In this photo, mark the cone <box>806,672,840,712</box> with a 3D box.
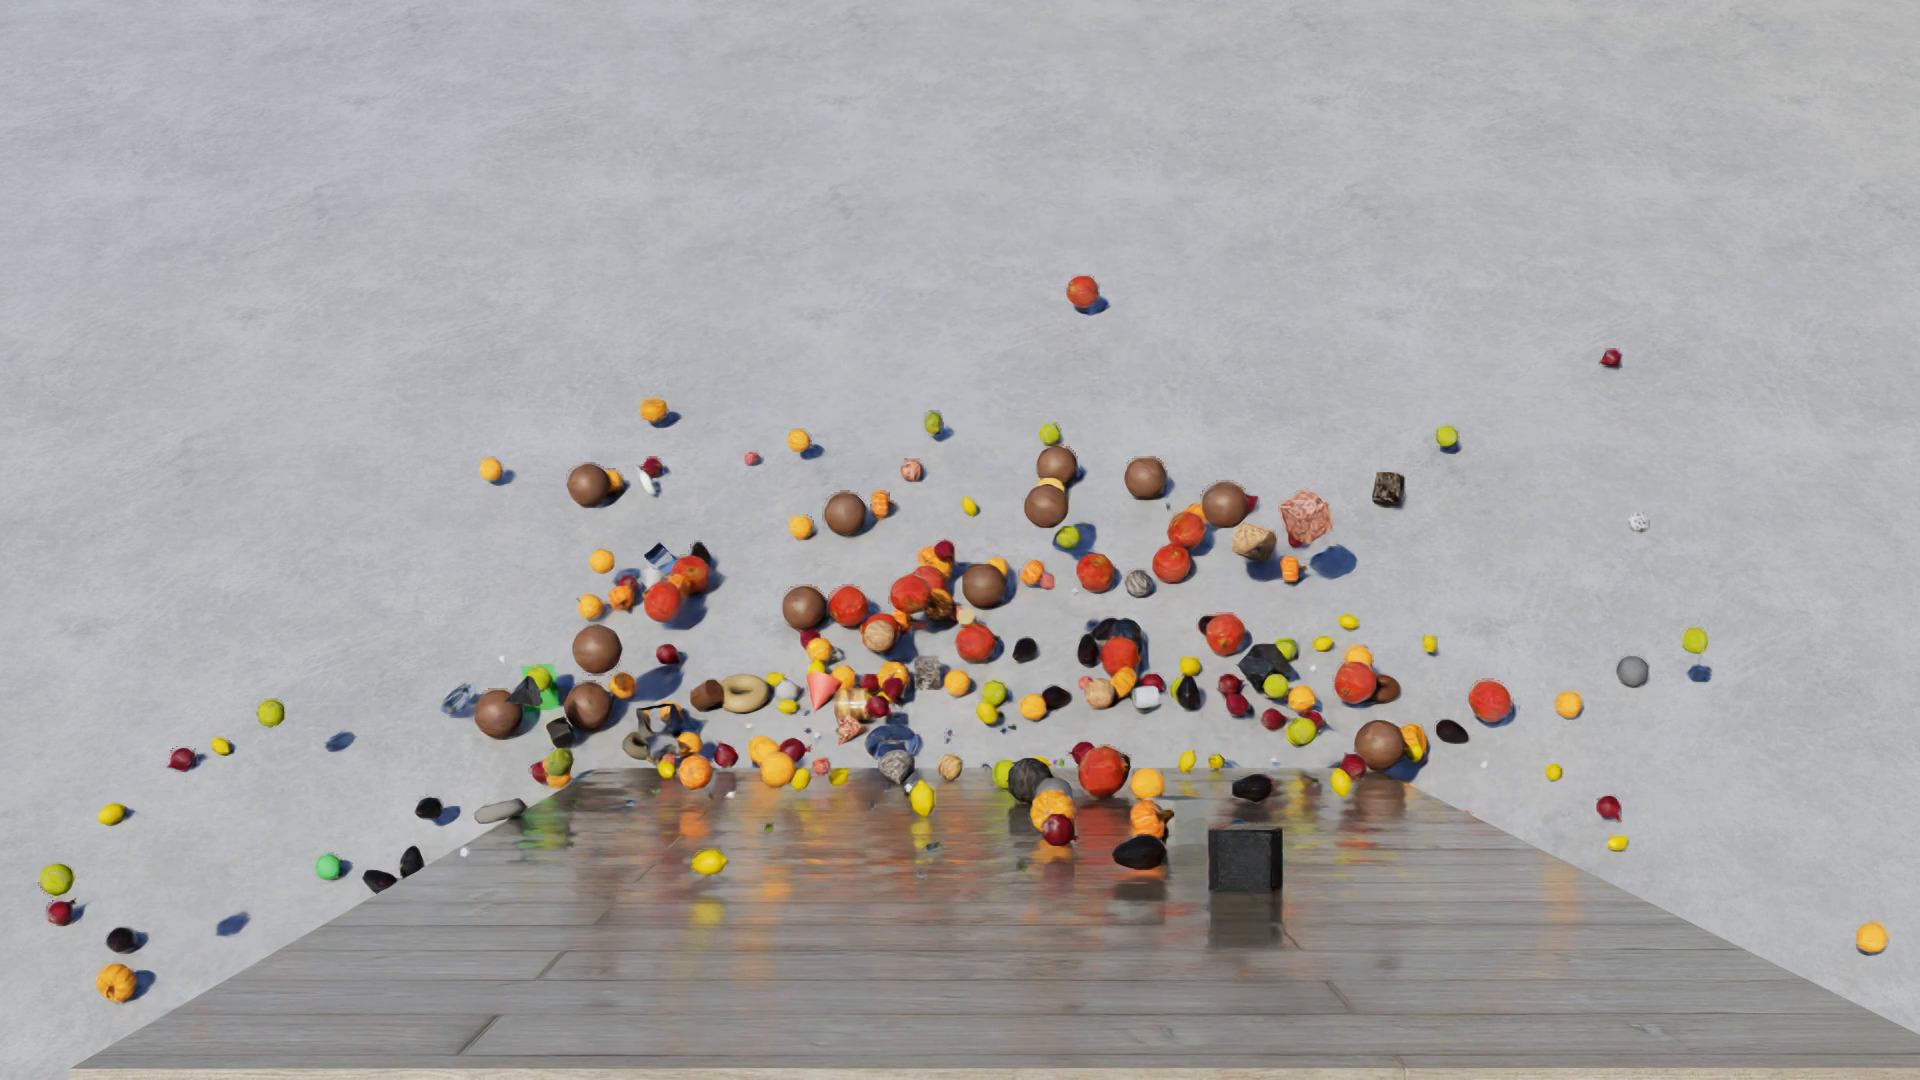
[{"bbox_3d":[-0.385,0.429,7.081,0.098,0.098,0.098,8,59,13],"label":"cone"}]

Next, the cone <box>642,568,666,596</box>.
[{"bbox_3d":[-0.901,0.135,7.571,0.074,0.074,0.074,3,58,6],"label":"cone"}]

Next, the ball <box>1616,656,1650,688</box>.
[{"bbox_3d":[1.856,0.362,7.148,0.087,0.087,0.087,0,31,0],"label":"ball"}]

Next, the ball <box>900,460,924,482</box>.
[{"bbox_3d":[-0.150,-0.218,8.114,0.070,0.070,0.070,0,31,0],"label":"ball"}]

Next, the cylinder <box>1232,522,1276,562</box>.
[{"bbox_3d":[0.876,0.007,7.720,0.095,0.095,0.095,21,37,29],"label":"cylinder"}]

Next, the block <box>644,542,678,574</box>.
[{"bbox_3d":[-0.882,0.057,7.651,0.061,0.061,0.061,-45,45,-8],"label":"block"}]

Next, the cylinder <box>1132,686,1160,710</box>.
[{"bbox_3d":[0.433,0.368,6.043,0.053,0.053,0.053,-6,32,-9],"label":"cylinder"}]

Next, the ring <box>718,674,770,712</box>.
[{"bbox_3d":[-0.597,0.420,7.093,0.148,0.049,0.148,-1,32,0],"label":"ring"}]

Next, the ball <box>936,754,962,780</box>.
[{"bbox_3d":[-0.025,0.553,6.311,0.063,0.063,0.063,0,31,0],"label":"ball"}]

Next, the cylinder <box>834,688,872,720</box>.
[{"bbox_3d":[-0.289,0.445,6.999,0.087,0.087,0.087,-3,31,8],"label":"cylinder"}]

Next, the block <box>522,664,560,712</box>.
[{"bbox_3d":[-1.147,0.403,7.080,0.089,0.089,0.089,-7,32,-10],"label":"block"}]

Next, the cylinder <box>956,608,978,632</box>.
[{"bbox_3d":[0.021,0.227,7.341,0.052,0.052,0.052,-6,63,11],"label":"cylinder"}]

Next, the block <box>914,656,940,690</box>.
[{"bbox_3d":[-0.091,0.368,7.157,0.069,0.069,0.069,-2,32,-3],"label":"block"}]

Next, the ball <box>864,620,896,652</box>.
[{"bbox_3d":[-0.222,0.265,7.123,0.089,0.089,0.089,0,31,0],"label":"ball"}]

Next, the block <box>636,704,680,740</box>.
[{"bbox_3d":[-0.798,0.482,6.852,0.082,0.082,0.082,-8,2,-31],"label":"block"}]

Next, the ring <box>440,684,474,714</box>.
[{"bbox_3d":[-1.360,0.430,7.009,0.109,0.036,0.109,-34,15,11],"label":"ring"}]

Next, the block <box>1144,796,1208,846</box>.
[{"bbox_3d":[0.408,0.529,4.895,0.083,0.083,0.083,0,-1,-38],"label":"block"}]

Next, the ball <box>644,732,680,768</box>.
[{"bbox_3d":[-0.768,0.542,6.694,0.092,0.092,0.092,0,31,0],"label":"ball"}]

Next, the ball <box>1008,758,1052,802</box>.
[{"bbox_3d":[0.154,0.529,5.701,0.099,0.099,0.099,0,31,0],"label":"ball"}]

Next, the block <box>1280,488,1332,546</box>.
[{"bbox_3d":[0.976,-0.065,7.293,0.096,0.096,0.096,-31,40,-16],"label":"block"}]

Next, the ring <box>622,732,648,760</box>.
[{"bbox_3d":[-0.845,0.546,6.892,0.106,0.035,0.106,6,31,-4],"label":"ring"}]

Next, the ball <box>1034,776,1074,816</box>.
[{"bbox_3d":[0.196,0.535,5.403,0.082,0.082,0.082,0,31,0],"label":"ball"}]

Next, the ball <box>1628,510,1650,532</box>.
[{"bbox_3d":[2.059,-0.056,7.853,0.065,0.065,0.065,0,31,0],"label":"ball"}]

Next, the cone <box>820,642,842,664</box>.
[{"bbox_3d":[-0.371,0.329,7.259,0.063,0.063,0.063,-41,43,-10],"label":"cone"}]

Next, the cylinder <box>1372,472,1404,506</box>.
[{"bbox_3d":[1.315,-0.156,7.956,0.087,0.087,0.087,12,-10,2],"label":"cylinder"}]

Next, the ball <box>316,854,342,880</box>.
[{"bbox_3d":[-1.570,0.813,6.435,0.063,0.063,0.063,0,31,0],"label":"ball"}]

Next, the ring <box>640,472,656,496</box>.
[{"bbox_3d":[-0.967,-0.175,8.031,0.027,0.081,0.081,-27,35,0],"label":"ring"}]

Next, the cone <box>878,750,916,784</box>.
[{"bbox_3d":[-0.148,0.564,6.211,0.088,0.088,0.088,-2,26,-4],"label":"cone"}]

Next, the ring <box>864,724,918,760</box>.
[{"bbox_3d":[-0.182,0.540,6.895,0.144,0.048,0.144,-3,28,1],"label":"ring"}]

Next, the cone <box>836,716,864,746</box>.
[{"bbox_3d":[-0.308,0.521,6.940,0.076,0.076,0.076,13,68,20],"label":"cone"}]

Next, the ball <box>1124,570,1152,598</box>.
[{"bbox_3d":[0.520,0.127,7.541,0.079,0.079,0.079,0,31,0],"label":"ball"}]

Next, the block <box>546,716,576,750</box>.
[{"bbox_3d":[-1.061,0.512,6.882,0.054,0.054,0.054,-25,55,-4],"label":"block"}]

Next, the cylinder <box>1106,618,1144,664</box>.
[{"bbox_3d":[0.464,0.284,7.272,0.092,0.092,0.092,5,43,9],"label":"cylinder"}]

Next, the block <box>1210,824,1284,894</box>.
[{"bbox_3d":[0.464,0.515,4.194,0.099,0.099,0.099,0,-1,20],"label":"block"}]

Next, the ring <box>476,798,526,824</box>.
[{"bbox_3d":[-0.958,0.565,5.397,0.106,0.035,0.106,-14,-3,-1],"label":"ring"}]

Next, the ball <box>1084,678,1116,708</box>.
[{"bbox_3d":[0.382,0.419,7.060,0.083,0.083,0.083,0,31,0],"label":"ball"}]

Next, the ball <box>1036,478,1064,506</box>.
[{"bbox_3d":[0.278,-0.150,7.983,0.089,0.089,0.089,0,31,0],"label":"ball"}]

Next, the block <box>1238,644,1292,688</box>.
[{"bbox_3d":[0.833,0.345,7.086,0.086,0.086,0.086,0,46,-48],"label":"block"}]

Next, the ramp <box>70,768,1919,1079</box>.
[{"bbox_3d":[0.070,0.619,4.701,2.000,0.100,4.000,0,-1,0],"label":"ramp"}]

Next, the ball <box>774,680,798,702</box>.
[{"bbox_3d":[-0.475,0.413,7.087,0.065,0.065,0.065,0,31,0],"label":"ball"}]

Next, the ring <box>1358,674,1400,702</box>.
[{"bbox_3d":[1.154,0.408,7.122,0.115,0.038,0.115,-1,28,0],"label":"ring"}]

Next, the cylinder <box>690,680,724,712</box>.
[{"bbox_3d":[-0.688,0.422,7.043,0.067,0.067,0.067,-32,14,34],"label":"cylinder"}]
